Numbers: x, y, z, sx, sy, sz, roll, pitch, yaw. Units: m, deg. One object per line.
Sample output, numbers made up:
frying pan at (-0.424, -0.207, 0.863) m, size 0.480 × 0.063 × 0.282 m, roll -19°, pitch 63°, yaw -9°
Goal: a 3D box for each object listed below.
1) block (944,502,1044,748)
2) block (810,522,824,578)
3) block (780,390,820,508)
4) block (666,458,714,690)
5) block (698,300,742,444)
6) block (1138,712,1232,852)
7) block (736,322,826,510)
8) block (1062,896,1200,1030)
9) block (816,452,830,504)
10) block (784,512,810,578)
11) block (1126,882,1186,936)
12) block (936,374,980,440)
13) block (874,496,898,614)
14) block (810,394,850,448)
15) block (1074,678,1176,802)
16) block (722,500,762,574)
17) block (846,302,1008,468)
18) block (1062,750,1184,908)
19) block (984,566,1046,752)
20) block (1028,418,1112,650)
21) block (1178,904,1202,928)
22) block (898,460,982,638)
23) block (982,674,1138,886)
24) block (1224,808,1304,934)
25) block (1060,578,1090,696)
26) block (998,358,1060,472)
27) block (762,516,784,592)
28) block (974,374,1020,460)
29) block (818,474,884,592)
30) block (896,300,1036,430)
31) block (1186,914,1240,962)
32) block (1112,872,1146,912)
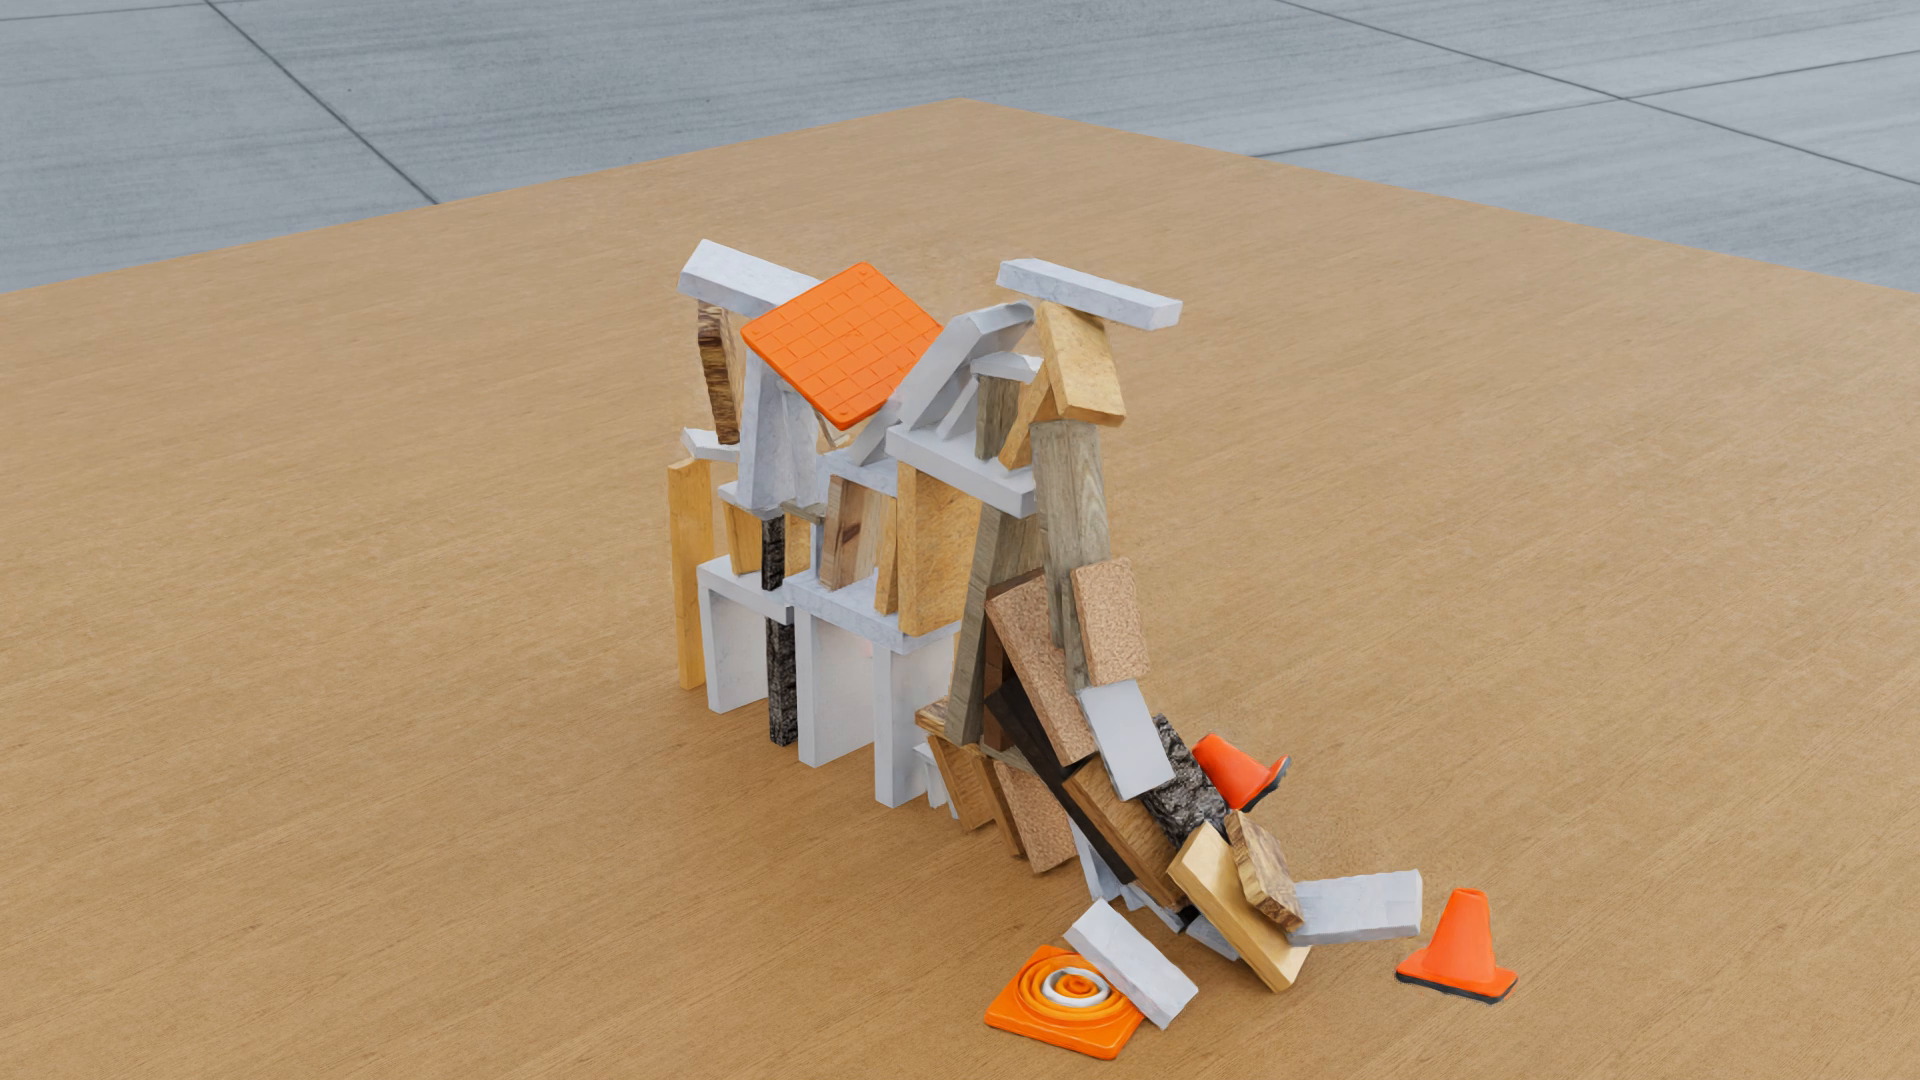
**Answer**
block at (0.086, 0.142, 4.198) m, size 0.177 × 0.533 × 0.050 m, roll -20°, pitch 42°, yaw -39°
block at (-0.280, 0.012, 4.530) m, size 0.017 × 0.121 × 0.060 m, roll 25°, pitch 33°, yaw 39°
block at (-0.326, -0.192, 4.497) m, size 0.051 × 0.247 × 0.015 m, roll -21°, pitch 20°, yaw -41°
block at (-0.592, 0.075, 4.897) m, size 0.028 × 0.536 × 0.099 m, roll 19°, pitch 30°, yaw 38°
block at (-0.514, -0.382, 4.726) m, size 0.048 × 0.342 × 0.171 m, roll -4°, pitch 52°, yaw 0°
block at (0.453, 0.539, 4.042) m, size 0.146 × 0.041 × 0.456 m, roll -28°, pitch 81°, yaw -48°
block at (-0.369, -0.264, 4.543) m, size 0.048 × 0.382 × 0.171 m, roll 24°, pitch 27°, yaw 39°
block at (0.298, 0.735, 3.825) m, size 0.233 × 0.033 × 0.117 m, roll 42°, pitch 32°, yaw 12°
block at (-0.304, -0.118, 4.890) m, size 0.198 × 0.099 × 0.028 m, roll 38°, pitch -10°, yaw 1°
block at (-0.338, 0.022, 4.596) m, size 0.017 × 0.191 × 0.060 m, roll 24°, pitch 33°, yaw 39°
block at (0.379, 0.664, 4.093) m, size 0.072 × 0.020 × 0.144 m, roll -24°, pitch 57°, yaw -40°
block at (0.024, -0.254, 4.094) m, size 0.081 × 0.161 × 0.023 m, roll -19°, pitch 65°, yaw -41°
block at (-0.100, 0.017, 4.346) m, size 0.035 × 0.247 × 0.124 m, roll 30°, pitch 33°, yaw 35°
block at (-0.262, -0.242, 4.444) m, size 0.015 × 0.103 × 0.051 m, roll -16°, pitch 12°, yaw 41°
block at (0.298, 0.351, 3.964) m, size 0.106 × 0.212 × 0.030 m, roll -24°, pitch 5°, yaw -12°
block at (-0.457, -0.015, 4.715) m, size 0.081 × 0.163 × 0.023 m, roll -14°, pitch 14°, yaw -29°
block at (-0.056, -0.294, 4.220) m, size 0.150 × 0.423 × 0.043 m, roll -21°, pitch 70°, yaw -45°
block at (0.329, 0.515, 4.033) m, size 0.146 × 0.292 × 0.041 m, roll -39°, pitch 0°, yaw -42°
block at (0.124, 0.223, 4.175) m, size 0.165 × 0.330 × 0.047 m, roll -20°, pitch 32°, yaw -39°
block at (0.207, -0.016, 3.961) m, size 0.118 × 0.411 × 0.034 m, roll -11°, pitch 12°, yaw -20°
block at (0.427, 0.686, 4.062) m, size 0.052 × 0.015 × 0.103 m, roll -12°, pitch 50°, yaw -34°
block at (-0.039, -0.004, 4.270) m, size 0.177 × 0.355 × 0.050 m, roll -21°, pitch 31°, yaw -40°
block at (0.234, 0.420, 4.082) m, size 0.165 × 0.428 × 0.047 m, roll -36°, pitch -2°, yaw -40°
block at (0.546, 0.593, 3.956) m, size 0.117 × 0.033 × 0.233 m, roll 38°, pitch 21°, yaw -23°
block at (0.243, 0.167, 3.969) m, size 0.106 × 0.212 × 0.030 m, roll -9°, pitch 14°, yaw -20°
block at (0.159, -0.236, 3.964) m, size 0.118 × 0.237 × 0.034 m, roll -18°, pitch 54°, yaw -43°
block at (-0.384, 0.019, 4.639) m, size 0.023 × 0.163 × 0.081 m, roll 19°, pitch 29°, yaw 31°
block at (0.069, -0.233, 4.049) m, size 0.081 × 0.161 × 0.023 m, roll -18°, pitch 33°, yaw -38°
block at (-0.218, -0.029, 4.455) m, size 0.035 × 0.247 × 0.124 m, roll 28°, pitch 32°, yaw 35°
block at (0.012, -0.324, 4.097) m, size 0.150 × 0.301 × 0.043 m, roll -22°, pitch 71°, yaw -42°
block at (0.469, 0.723, 4.002) m, size 0.103 × 0.015 × 0.052 m, roll 28°, pitch 38°, yaw 23°
block at (0.320, 0.618, 4.139) m, size 0.072 × 0.144 × 0.020 m, roll -21°, pitch -5°, yaw -40°
